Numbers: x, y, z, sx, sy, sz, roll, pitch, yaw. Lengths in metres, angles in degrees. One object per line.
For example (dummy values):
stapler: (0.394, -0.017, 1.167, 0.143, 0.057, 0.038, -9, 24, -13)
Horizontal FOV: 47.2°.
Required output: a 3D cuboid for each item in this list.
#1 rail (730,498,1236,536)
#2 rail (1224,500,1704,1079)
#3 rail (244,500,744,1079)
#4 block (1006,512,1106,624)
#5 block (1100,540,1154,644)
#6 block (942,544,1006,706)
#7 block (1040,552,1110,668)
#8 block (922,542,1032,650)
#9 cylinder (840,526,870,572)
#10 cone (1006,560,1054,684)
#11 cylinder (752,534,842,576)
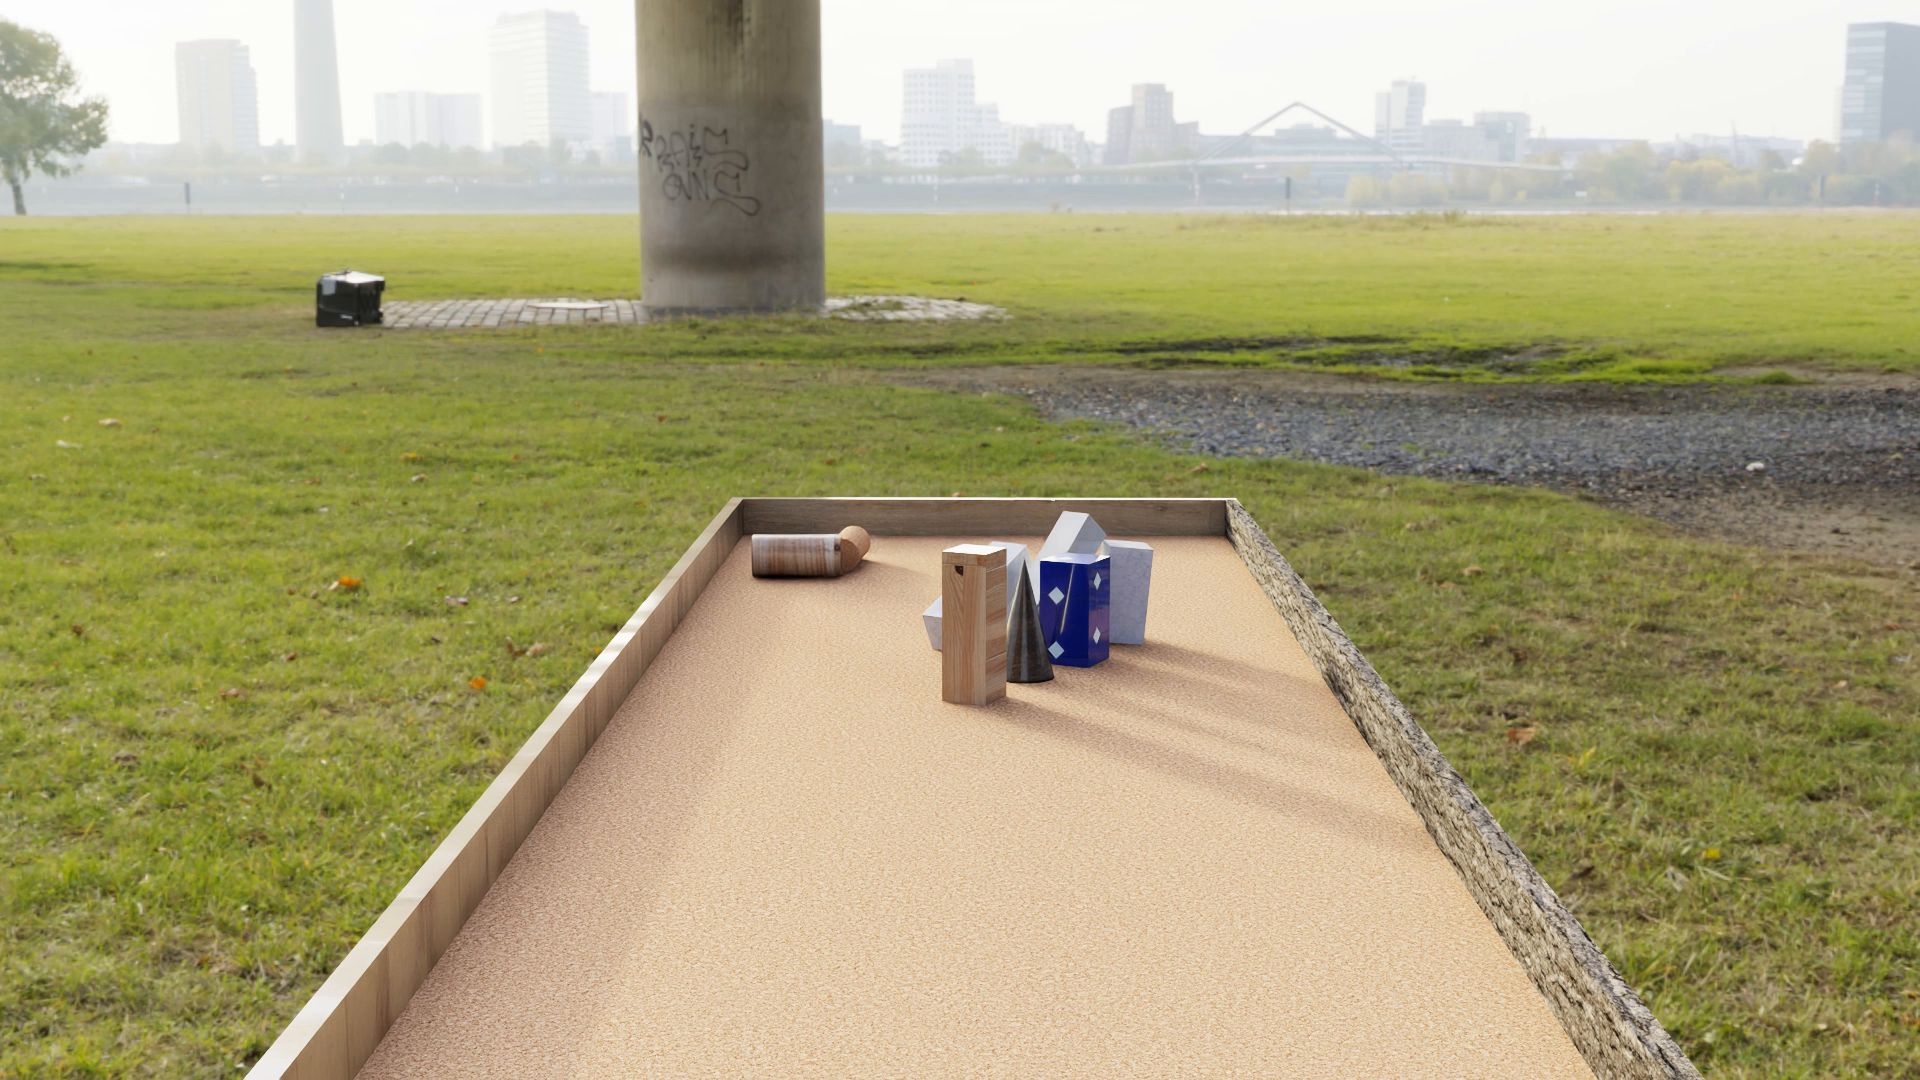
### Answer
rail: (0.099, -0.098, 9.147, 2.100, 0.150, 0.050, 0, 9, 1)
rail: (1.046, 0.843, 3.208, 0.050, 0.150, 12.000, 0, 9, 1)
rail: (-1.004, 0.839, 3.234, 0.050, 0.150, 12.000, 0, 9, 1)
block: (0.288, 0.127, 6.905, 0.110, 0.454, 0.110, 8, -31, 45)
block: (0.515, 0.164, 6.963, 0.140, 0.305, 0.140, 4, 8, -7)
block: (0.041, 0.236, 6.159, 0.135, 0.425, 0.135, 4, 10, 26)
block: (0.348, 0.211, 6.670, 0.161, 0.316, 0.161, 4, 10, 26)
block: (0.063, 0.178, 6.933, 0.130, 0.130, 0.427, 6, 36, 35)
cylinder: (-0.426, 0.034, 8.385, 0.129, 0.129, 0.320, 1, 9, 5)
cone: (0.188, 0.227, 6.442, 0.179, 0.356, 0.179, 0, 9, 0)
cylinder: (-0.603, 0.057, 8.147, 0.326, 0.157, 0.157, 0, 9, 0)
